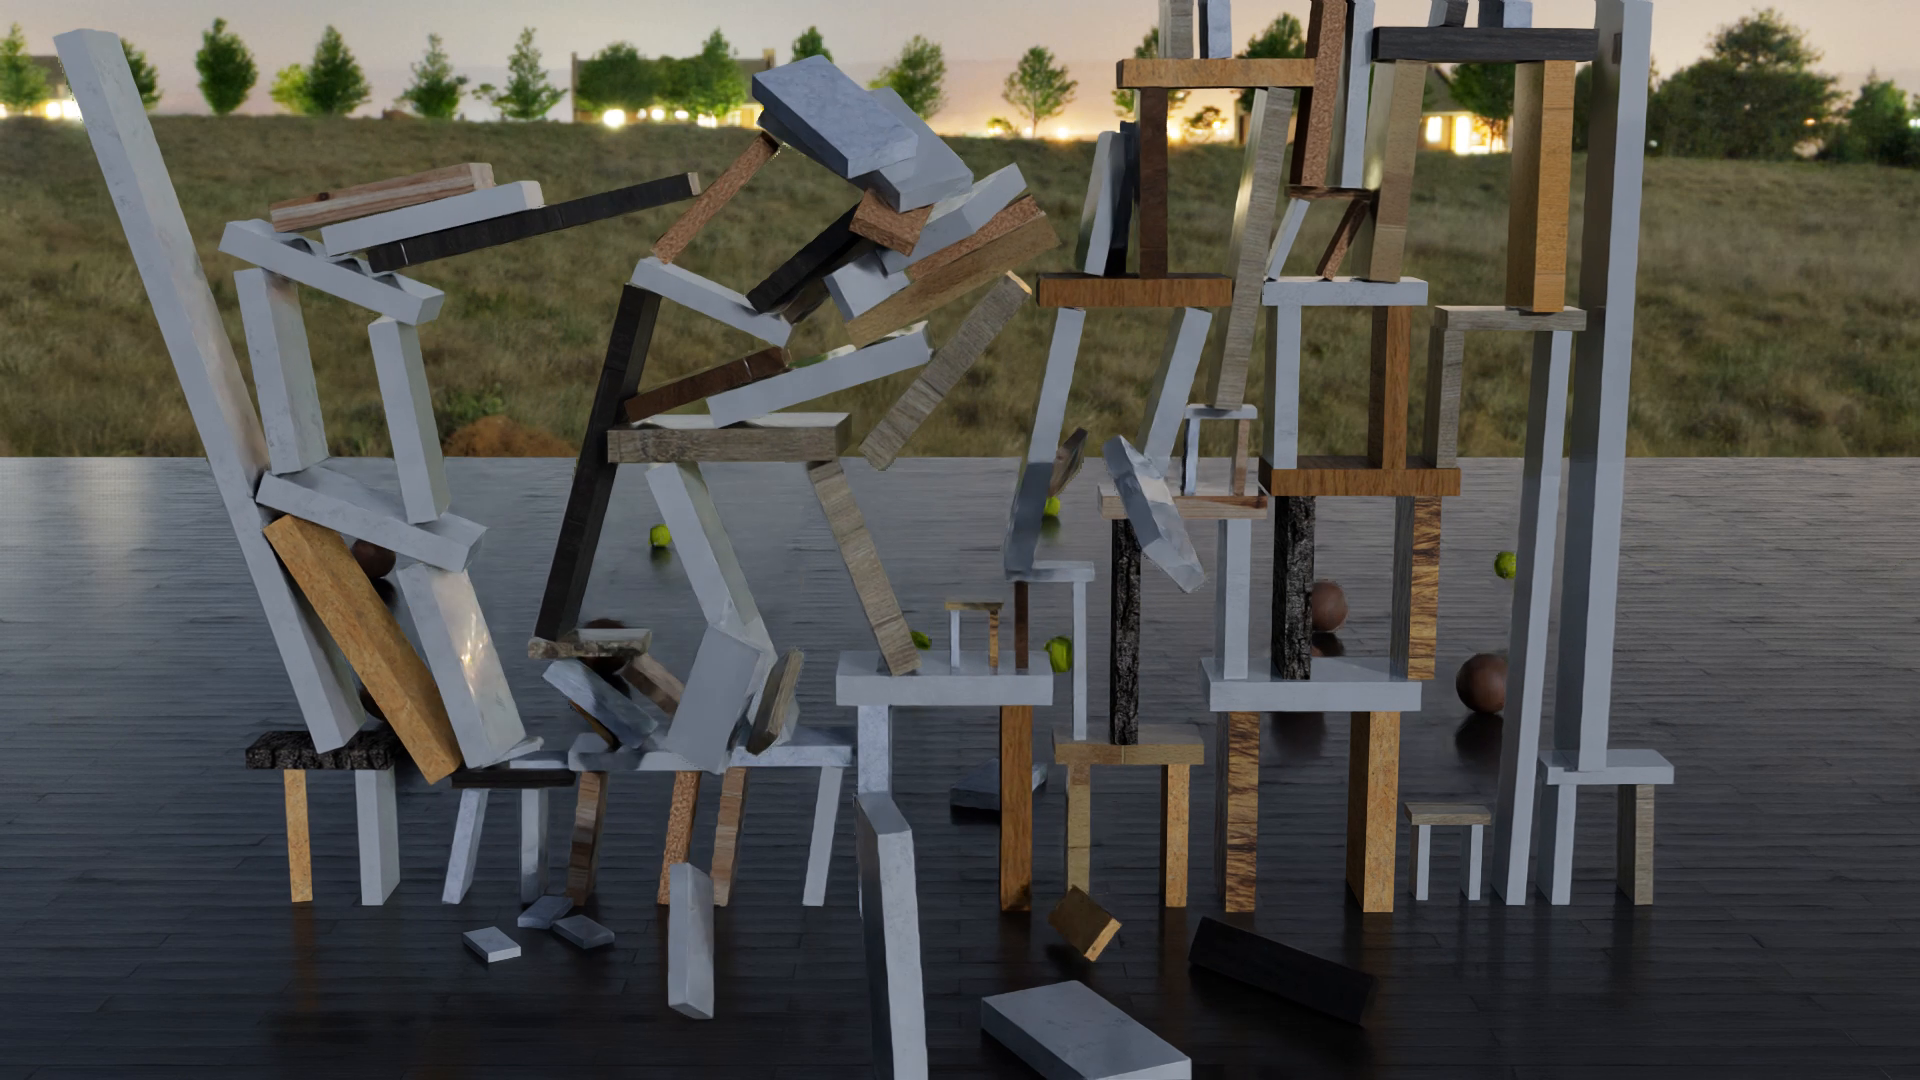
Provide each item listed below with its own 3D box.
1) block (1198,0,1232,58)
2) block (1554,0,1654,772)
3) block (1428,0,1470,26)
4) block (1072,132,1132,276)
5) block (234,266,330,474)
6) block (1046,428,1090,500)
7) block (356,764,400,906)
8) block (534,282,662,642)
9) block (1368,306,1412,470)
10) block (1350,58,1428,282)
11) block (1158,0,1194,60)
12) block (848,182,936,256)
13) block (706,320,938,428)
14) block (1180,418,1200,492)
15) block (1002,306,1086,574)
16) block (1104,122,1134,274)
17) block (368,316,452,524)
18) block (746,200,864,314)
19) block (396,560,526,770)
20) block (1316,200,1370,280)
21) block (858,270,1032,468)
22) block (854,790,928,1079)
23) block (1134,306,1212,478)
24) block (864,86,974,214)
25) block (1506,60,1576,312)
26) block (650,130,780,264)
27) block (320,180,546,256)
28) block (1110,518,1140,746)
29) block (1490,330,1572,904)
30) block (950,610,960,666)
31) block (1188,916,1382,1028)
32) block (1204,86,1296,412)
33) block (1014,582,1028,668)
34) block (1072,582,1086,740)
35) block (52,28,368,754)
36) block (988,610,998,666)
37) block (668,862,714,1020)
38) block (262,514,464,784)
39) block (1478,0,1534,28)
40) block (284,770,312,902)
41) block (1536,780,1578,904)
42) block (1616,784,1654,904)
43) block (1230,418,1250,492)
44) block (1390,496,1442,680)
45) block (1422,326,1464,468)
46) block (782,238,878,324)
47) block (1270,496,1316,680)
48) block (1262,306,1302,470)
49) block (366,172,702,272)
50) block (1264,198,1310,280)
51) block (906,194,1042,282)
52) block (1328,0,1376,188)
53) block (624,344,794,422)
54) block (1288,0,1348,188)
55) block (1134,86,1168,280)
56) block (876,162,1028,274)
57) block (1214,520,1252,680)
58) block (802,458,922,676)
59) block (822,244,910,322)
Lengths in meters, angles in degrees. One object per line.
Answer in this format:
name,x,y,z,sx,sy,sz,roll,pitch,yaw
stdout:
block,0.391,-0.871,3.394,0.036,0.254,0.127,-3,10,1
block,1.024,-0.367,3.489,0.044,1.477,0.154,0,11,0
block,0.770,-0.901,3.393,0.031,0.220,0.110,9,10,-3
block,0.225,-0.536,3.502,0.032,0.223,0.112,10,8,-9
block,-1.077,-0.275,3.497,0.045,0.320,0.160,-8,10,1
block,0.175,-0.129,3.677,0.020,0.072,0.143,23,30,12
block,-0.966,0.476,3.650,0.033,0.231,0.116,0,11,0
block,-0.581,-0.129,3.543,0.037,0.587,0.130,17,11,2
block,0.684,-0.250,3.509,0.036,0.257,0.129,0,11,0
block,0.672,-0.581,3.457,0.048,0.336,0.168,5,10,-1
block,0.333,-0.873,3.398,0.034,0.258,0.121,-2,11,-4
block,-0.090,-0.514,3.315,0.099,0.028,0.199,24,45,-3
block,-0.215,-0.264,3.483,0.353,0.050,0.176,-17,10,6
block,0.370,-0.140,3.529,0.017,0.118,0.059,3,11,-1
block,0.133,-0.168,3.526,0.042,0.422,0.149,11,10,-2
block,0.264,-0.548,3.595,0.034,0.242,0.121,6,-26,3
block,-0.879,-0.198,3.519,0.045,0.319,0.160,-9,12,-3
block,-0.215,-0.444,3.431,0.247,0.035,0.123,-38,-1,12
block,-0.811,0.190,3.590,0.048,0.338,0.169,-18,6,8
block,0.604,-0.475,3.473,0.018,0.130,0.065,26,9,-5
block,-0.022,-0.272,3.455,0.050,0.353,0.176,40,9,-5
block,-0.088,0.538,2.852,0.044,0.393,0.155,-6,14,-12
block,0.333,-0.229,3.517,0.042,0.299,0.149,15,10,-3
block,-0.100,-0.595,3.334,0.126,0.036,0.253,-20,50,-25
block,0.914,-0.558,3.468,0.048,0.383,0.168,0,10,-1
block,-0.383,-0.538,3.449,0.035,0.247,0.123,44,9,-11
block,-0.827,-0.507,3.466,0.319,0.045,0.159,-13,9,2
block,0.269,0.137,3.583,0.037,0.371,0.130,0,11,0
block,0.929,0.126,3.583,0.031,0.942,0.108,2,10,-1
block,-0.009,0.155,3.586,0.013,0.095,0.047,-1,11,-2
block,0.473,0.633,3.238,0.020,0.072,0.328,28,-11,-41
block,0.455,-0.460,3.470,0.041,0.498,0.146,8,10,-2
block,0.100,0.130,3.583,0.020,0.144,0.072,-1,11,0
block,0.194,0.189,3.595,0.020,0.264,0.072,-1,11,0
block,-1.185,-0.229,3.512,0.045,1.177,0.159,-17,11,1
block,0.055,0.155,3.587,0.013,0.094,0.047,0,11,-1
block,-0.384,0.573,3.144,0.028,0.203,0.099,-9,-26,13
block,-0.958,0.162,3.581,0.048,0.486,0.169,-30,10,4
block,0.846,-0.943,3.388,0.044,0.308,0.154,0,10,-1
block,-1.103,0.473,3.666,0.033,0.231,0.116,-3,11,-16
block,0.989,0.489,3.648,0.029,0.205,0.103,1,11,0
block,1.120,0.489,3.648,0.029,0.205,0.103,-2,11,0
block,0.449,-0.139,3.529,0.017,0.118,0.059,3,11,-1
block,0.740,0.063,3.576,0.042,0.299,0.149,0,11,0
block,0.771,-0.230,3.514,0.031,0.216,0.108,1,11,-1
block,-0.173,-0.433,3.447,0.256,0.021,0.075,-41,-1,11
block,0.541,0.063,3.576,0.042,0.299,0.149,0,11,0
block,0.513,-0.250,3.509,0.036,0.257,0.129,0,11,0
block,-0.668,-0.501,3.472,0.516,0.036,0.126,-13,9,3
block,0.513,-0.476,3.472,0.018,0.130,0.065,21,9,-5
block,0.019,-0.478,3.467,0.223,0.032,0.112,-28,9,4
block,0.613,-0.777,3.412,0.031,0.455,0.110,2,11,-2
block,-0.399,-0.255,3.509,0.260,0.037,0.130,-19,9,5
block,0.566,-0.773,3.413,0.036,0.443,0.127,6,10,-1
block,0.299,-0.561,3.452,0.041,0.292,0.146,-1,11,0
block,-0.009,-0.509,3.465,0.155,0.044,0.310,-23,13,25
block,0.443,0.083,3.572,0.037,0.261,0.130,0,11,0
block,-0.160,0.030,3.549,0.051,0.360,0.180,-23,13,-4
block,-0.142,-0.397,3.365,0.021,0.075,0.150,-19,13,41
